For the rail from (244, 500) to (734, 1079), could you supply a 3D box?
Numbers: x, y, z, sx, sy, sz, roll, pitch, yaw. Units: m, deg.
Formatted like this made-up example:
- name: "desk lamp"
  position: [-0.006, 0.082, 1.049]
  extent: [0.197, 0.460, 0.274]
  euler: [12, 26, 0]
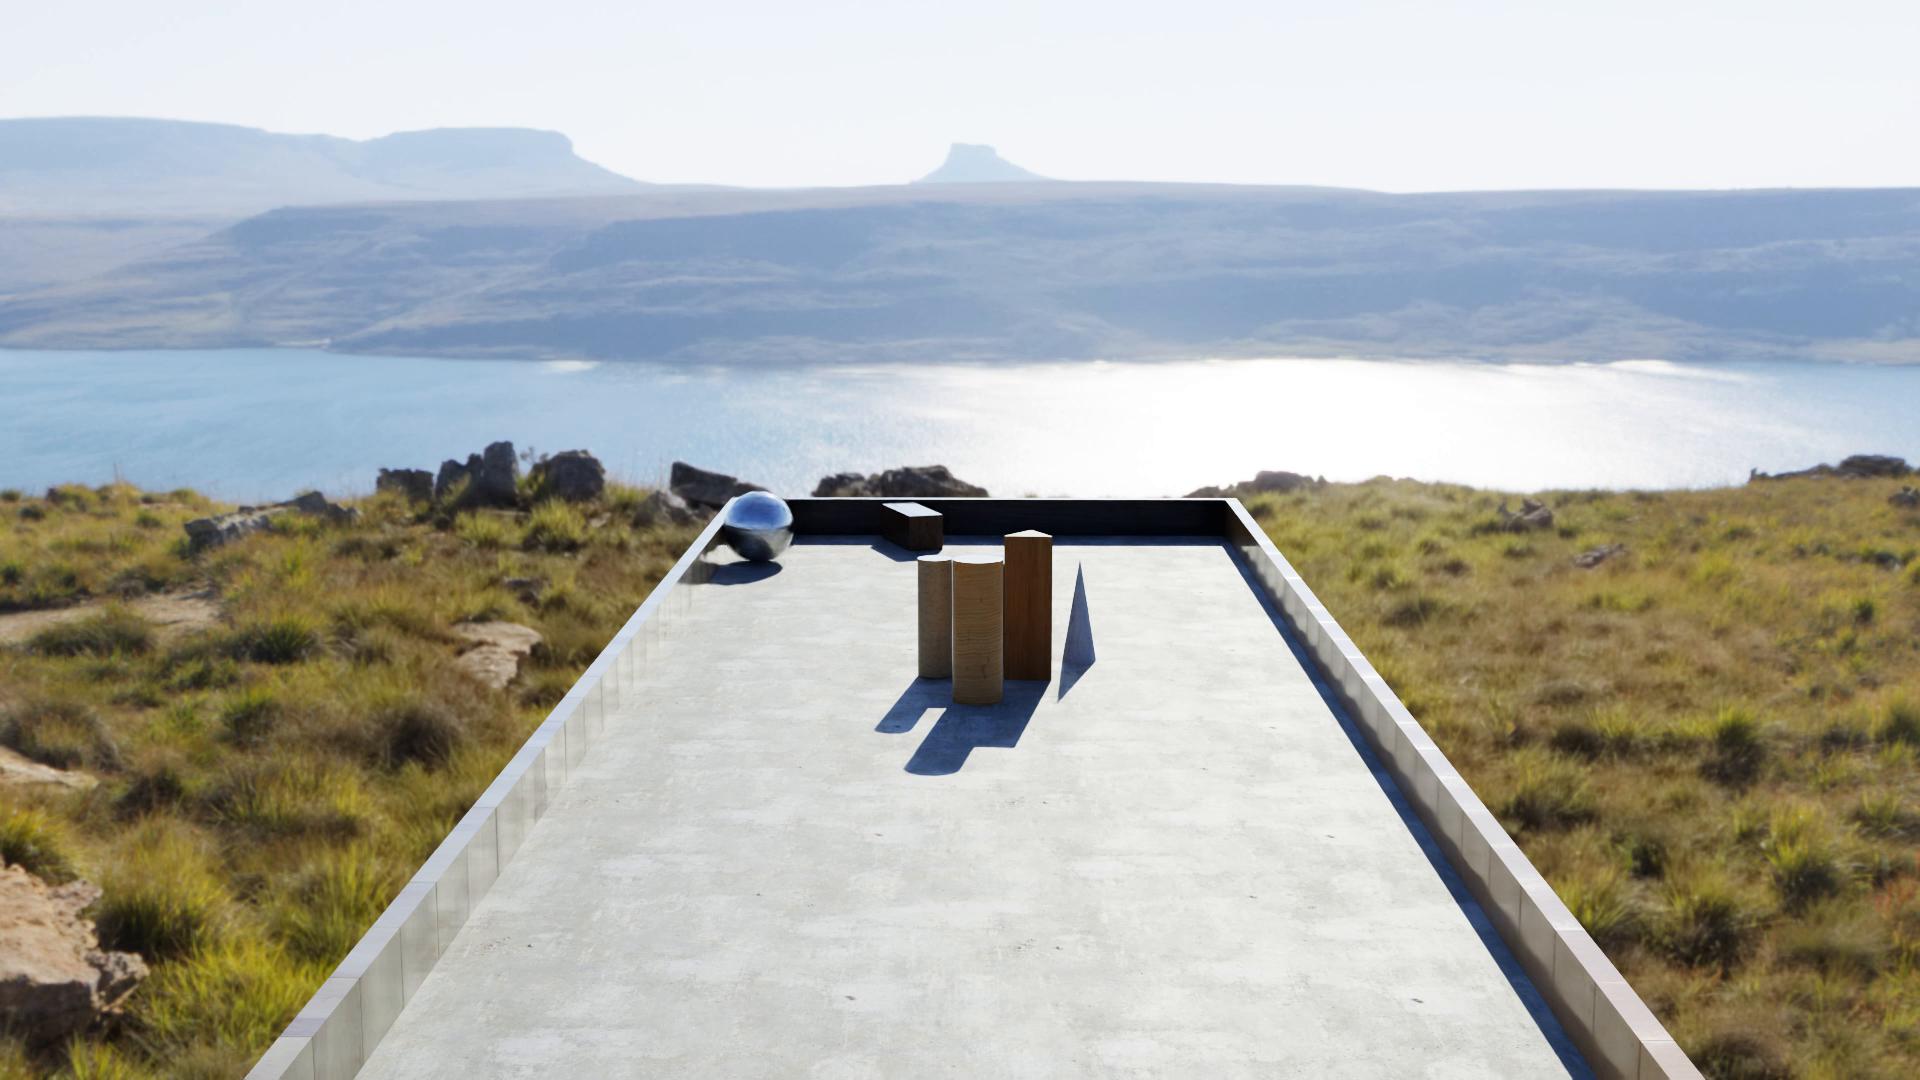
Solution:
- name: "rail"
  position: [-1.004, 0.839, 3.234]
  extent: [0.050, 0.150, 12.000]
  euler: [0, 9, 1]

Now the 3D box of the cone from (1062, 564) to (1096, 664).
- name: "cone"
  position: [0.363, 0.211, 6.670]
  extent: [0.103, 0.316, 0.103]
  euler: [0, 9, 0]

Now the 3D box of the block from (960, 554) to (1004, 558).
- name: "block"
  position: [0.081, 0.211, 6.695]
  extent: [0.175, 0.308, 0.175]
  euler: [1, 9, 3]

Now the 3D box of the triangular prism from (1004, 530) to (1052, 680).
- name: "triangular prism"
  position: [0.204, 0.190, 6.450]
  extent: [0.137, 0.426, 0.119]
  euler: [1, 9, 6]

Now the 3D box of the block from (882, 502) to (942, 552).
- name: "block"
  position: [-0.195, -0.055, 8.908]
  extent: [0.141, 0.141, 0.369]
  euler: [-3, 10, -19]

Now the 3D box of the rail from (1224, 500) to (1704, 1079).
- name: "rail"
  position: [1.046, 0.843, 3.208]
  extent: [0.050, 0.150, 12.000]
  euler: [0, 9, 1]

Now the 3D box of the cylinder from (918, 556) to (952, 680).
- name: "cylinder"
  position: [-0.073, 0.227, 6.453]
  extent: [0.101, 0.352, 0.101]
  euler: [0, 9, 0]

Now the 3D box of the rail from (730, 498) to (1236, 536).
- name: "rail"
  position: [0.099, -0.098, 9.147]
  extent: [2.100, 0.150, 0.050]
  euler: [0, 9, 1]

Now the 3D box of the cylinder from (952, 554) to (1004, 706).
- name: "cylinder"
  position: [0.050, 0.251, 6.141]
  extent: [0.142, 0.402, 0.142]
  euler: [0, 9, 0]

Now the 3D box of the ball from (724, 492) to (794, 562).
- name: "ball"
  position: [-0.774, -0.052, 8.466]
  extent: [0.273, 0.273, 0.273]
  euler: [0, 9, 0]
